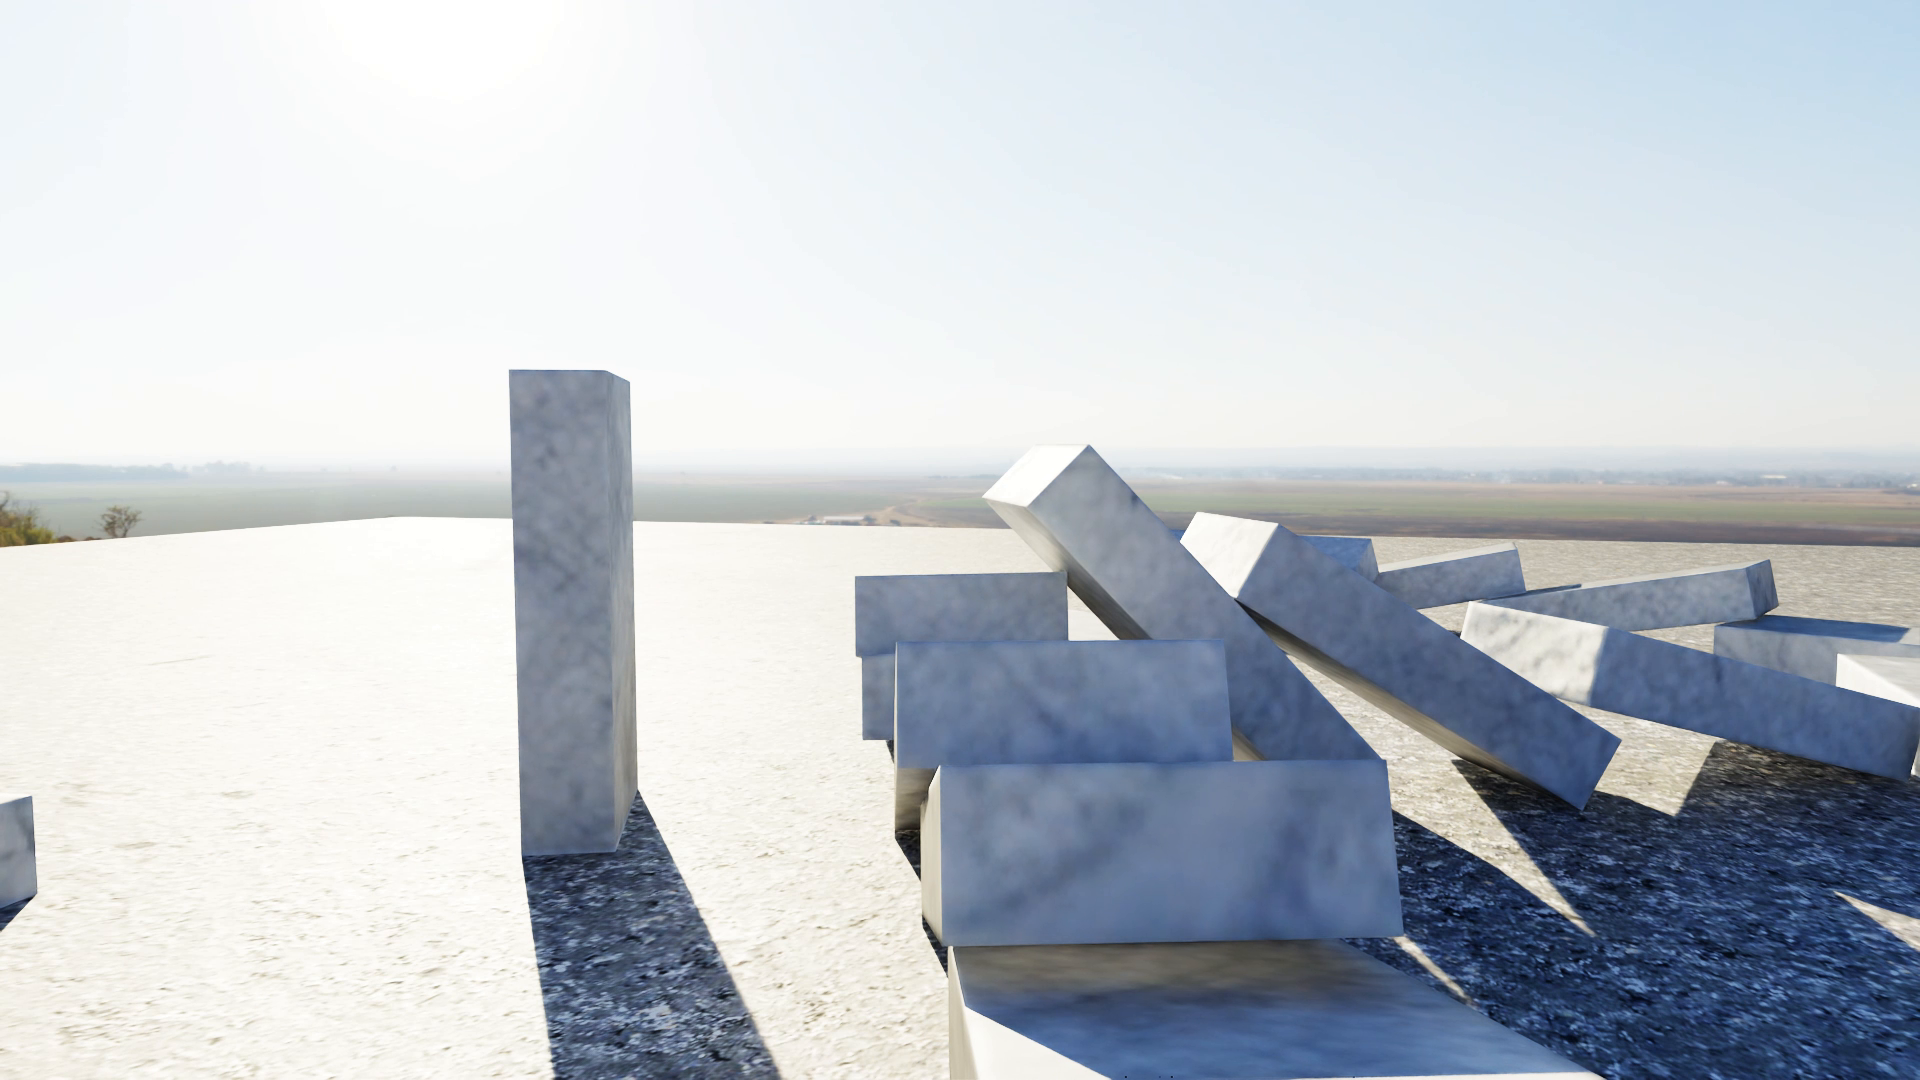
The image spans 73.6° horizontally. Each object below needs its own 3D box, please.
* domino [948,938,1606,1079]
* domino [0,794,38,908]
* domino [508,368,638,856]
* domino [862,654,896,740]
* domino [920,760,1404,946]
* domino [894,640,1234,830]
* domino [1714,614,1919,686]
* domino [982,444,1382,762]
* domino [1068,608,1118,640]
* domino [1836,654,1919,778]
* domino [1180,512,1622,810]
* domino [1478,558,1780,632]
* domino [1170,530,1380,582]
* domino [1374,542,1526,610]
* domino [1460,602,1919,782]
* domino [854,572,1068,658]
[{"bbox_3d":[0.013,0.028,0.063,0.025,0.010,0.050,0,-7,-3],"label":"domino"},{"bbox_3d":[-0.104,0.030,0.099,0.025,0.010,0.050,1,4,9],"label":"domino"},{"bbox_3d":[-0.043,0.007,0.144,0.010,0.050,0.025,-1,4,-9],"label":"domino"},{"bbox_3d":[0.001,0.020,0.167,0.025,0.010,0.050,-1,-7,0],"label":"domino"},{"bbox_3d":[0.010,0.023,0.094,0.025,0.010,0.050,0,-14,-3],"label":"domino"},{"bbox_3d":[0.006,0.020,0.120,0.025,0.010,0.050,0,-18,-3],"label":"domino"},{"bbox_3d":[0.163,0.021,0.223,0.025,0.009,0.050,-4,6,-42],"label":"domino"},{"bbox_3d":[0.025,0.010,0.152,0.010,0.050,0.025,-45,10,-4],"label":"domino"},{"bbox_3d":[0.019,0.020,0.240,0.025,0.009,0.050,-3,5,-32],"label":"domino"},{"bbox_3d":[0.140,0.025,0.175,0.025,0.010,0.050,2,5,22],"label":"domino"},{"bbox_3d":[0.051,0.014,0.157,0.050,0.009,0.025,31,-1,-11],"label":"domino"},{"bbox_3d":[0.135,0.013,0.262,0.050,0.010,0.025,-12,-5,41],"label":"domino"},{"bbox_3d":[0.065,0.010,0.289,0.050,0.010,0.025,3,40,38],"label":"domino"},{"bbox_3d":[0.101,0.010,0.294,0.050,0.010,0.025,-12,-1,22],"label":"domino"},{"bbox_3d":[0.094,0.019,0.167,0.050,0.010,0.025,14,1,-16],"label":"domino"},{"bbox_3d":[0.001,0.012,0.175,0.025,0.010,0.050,-1,-7,1],"label":"domino"}]
